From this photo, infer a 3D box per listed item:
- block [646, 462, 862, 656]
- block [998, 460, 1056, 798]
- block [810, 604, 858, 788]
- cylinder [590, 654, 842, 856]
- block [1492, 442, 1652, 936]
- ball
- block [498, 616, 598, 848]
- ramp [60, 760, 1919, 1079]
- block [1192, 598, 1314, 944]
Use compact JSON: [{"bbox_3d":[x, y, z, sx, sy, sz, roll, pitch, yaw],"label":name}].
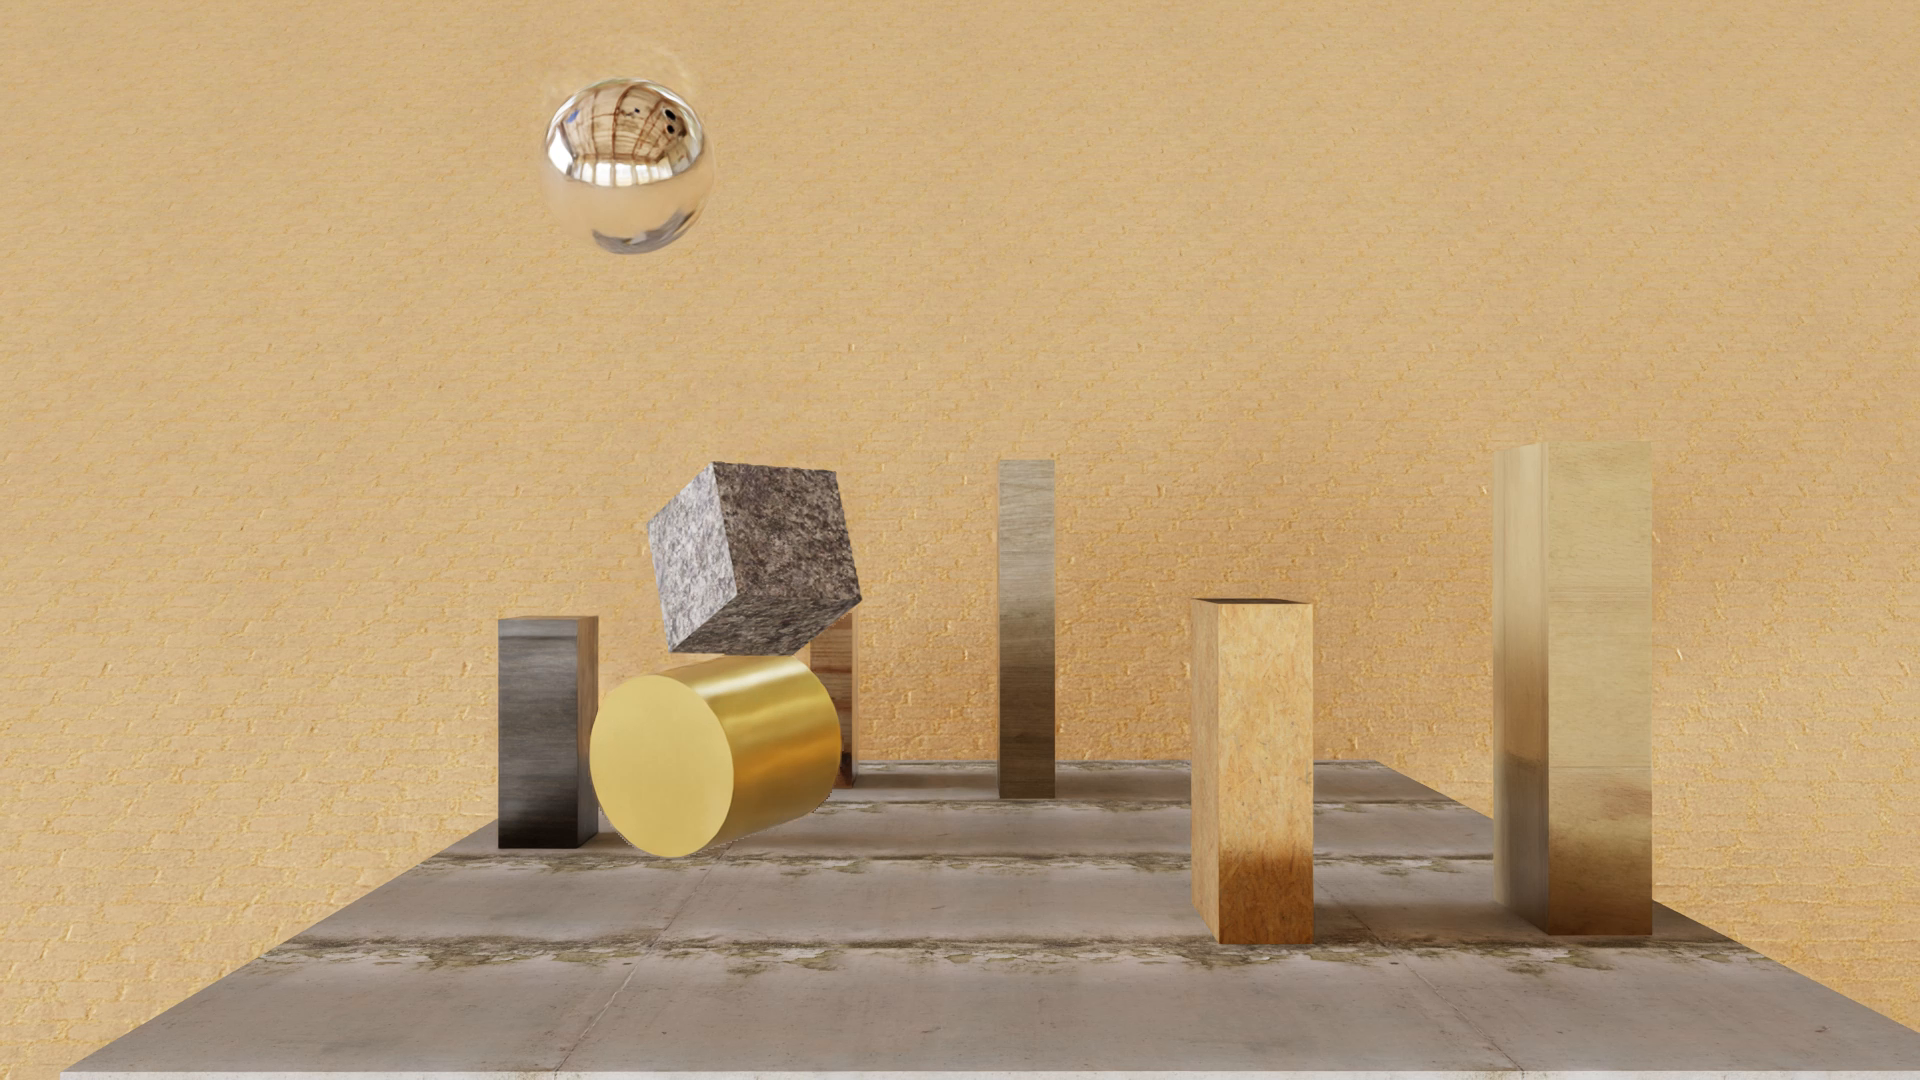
[{"bbox_3d":[-0.205,0.021,2.563,0.141,0.141,0.141,4,63,-35],"label":"block"},{"bbox_3d":[0.146,0.195,5.825,0.120,0.737,0.390,0,0,0],"label":"block"},{"bbox_3d":[-0.293,0.346,6.066,0.096,0.437,0.397,0,0,0],"label":"block"},{"bbox_3d":[-0.256,0.221,2.723,0.189,0.189,0.189,19,16,29],"label":"cylinder"},{"bbox_3d":[0.896,0.208,3.813,0.144,0.691,0.377,0,0,0],"label":"block"},{"bbox_3d":[-0.310,-0.347,2.406,0.165,0.165,0.165,0,31,0],"label":"ball"},{"bbox_3d":[-0.764,0.352,4.820,0.143,0.415,0.274,0,0,0],"label":"block"},{"bbox_3d":[0.068,0.608,4.676,2.000,0.100,4.000,0,0,0],"label":"ramp"},{"bbox_3d":[0.419,0.321,3.755,0.129,0.465,0.418,0,0,0],"label":"block"}]
